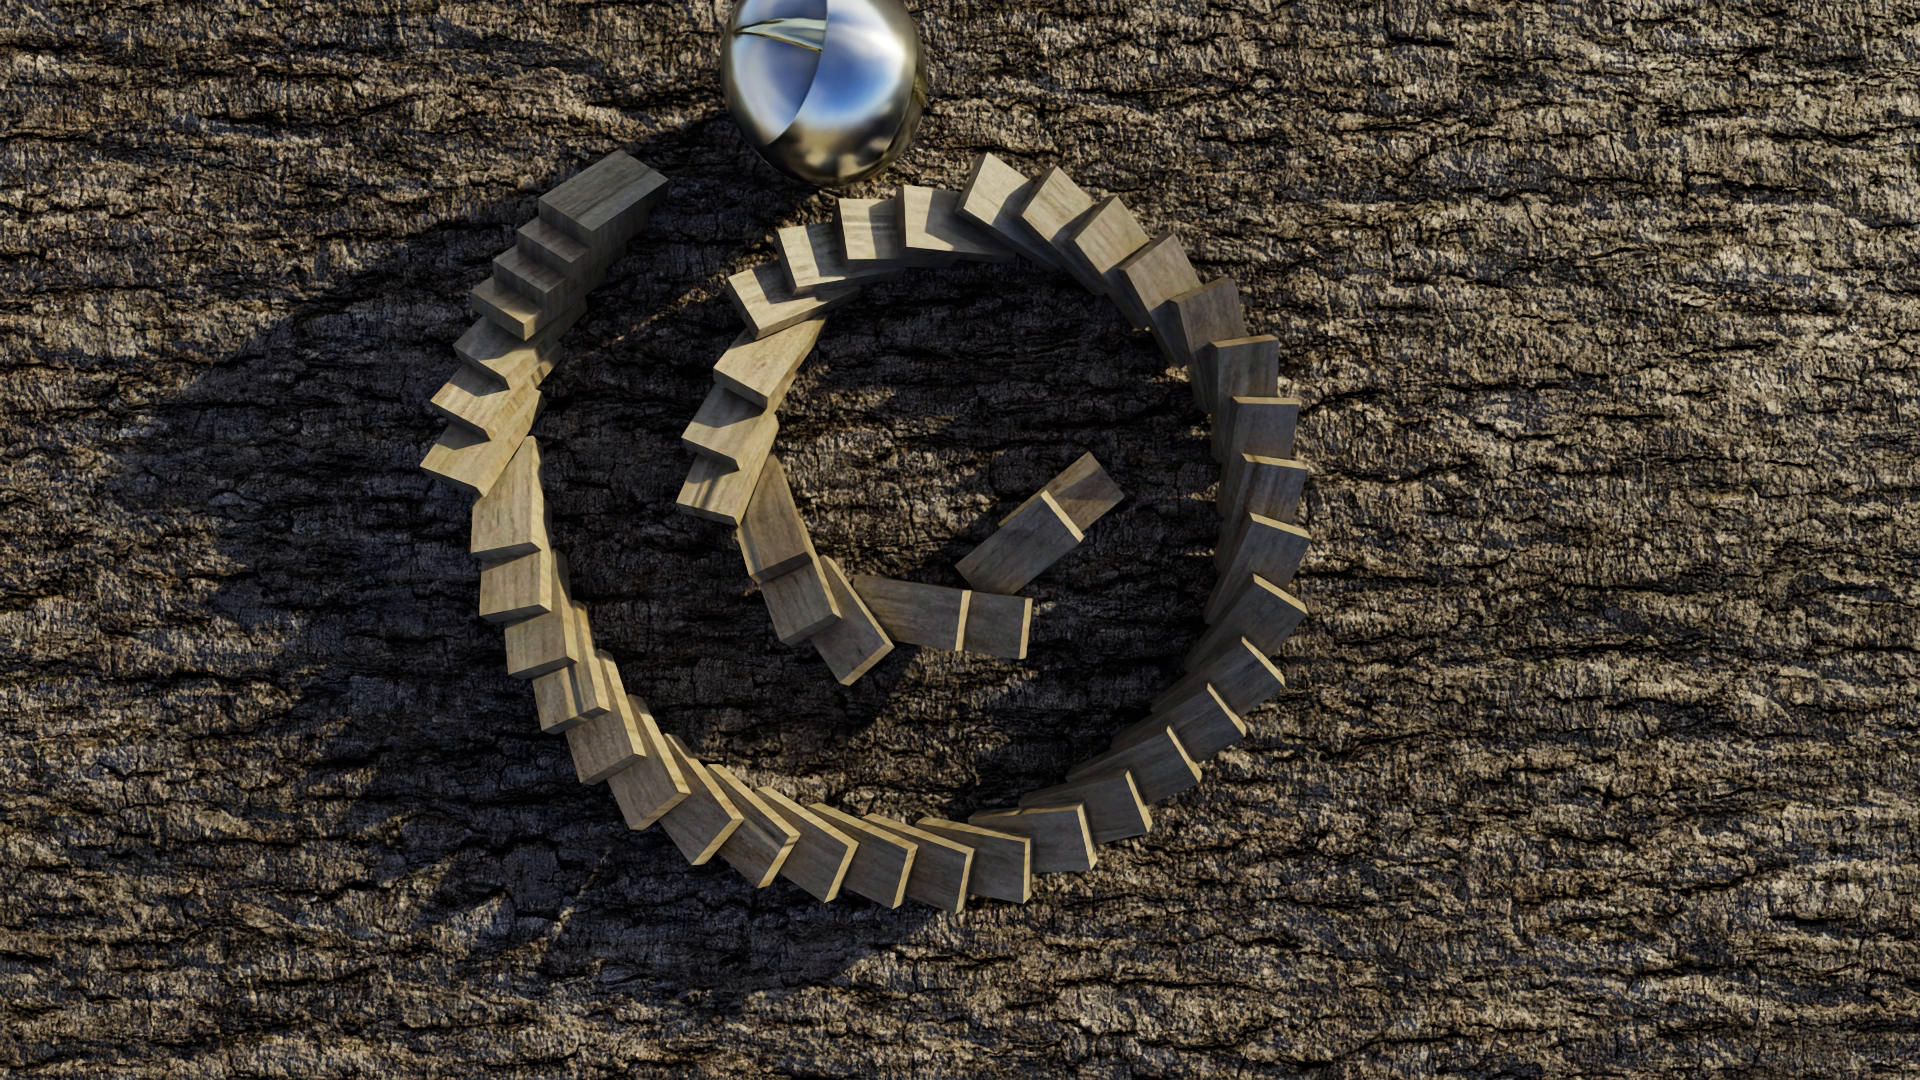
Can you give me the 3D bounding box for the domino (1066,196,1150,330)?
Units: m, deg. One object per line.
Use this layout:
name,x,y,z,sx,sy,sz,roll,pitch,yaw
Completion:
domino,0.070,-0.116,0.385,0.025,0.009,0.050,-46,115,0

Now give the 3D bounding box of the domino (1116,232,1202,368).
domino,0.089,-0.100,0.385,0.025,0.010,0.050,-37,115,0

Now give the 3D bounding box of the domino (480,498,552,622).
domino,-0.186,0.008,0.386,0.025,0.010,0.050,-11,66,0

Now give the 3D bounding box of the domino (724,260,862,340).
domino,-0.070,-0.105,0.384,0.050,0.010,0.025,-30,88,-27

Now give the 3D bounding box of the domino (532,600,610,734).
domino,-0.166,0.053,0.386,0.025,0.009,0.050,-23,66,0

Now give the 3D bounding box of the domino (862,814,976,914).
domino,-0.020,0.135,0.385,0.050,0.010,0.025,11,90,24

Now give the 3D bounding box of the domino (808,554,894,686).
domino,-0.052,0.033,0.384,0.025,0.010,0.050,-41,65,4

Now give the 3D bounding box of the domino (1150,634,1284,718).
domino,0.108,0.065,0.385,0.025,0.009,0.050,46,114,0

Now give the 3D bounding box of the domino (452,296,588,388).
domino,-0.184,-0.090,0.385,0.025,0.010,0.050,31,64,0

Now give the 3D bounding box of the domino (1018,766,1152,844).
domino,0.052,0.115,0.386,0.050,0.009,0.025,-22,90,24

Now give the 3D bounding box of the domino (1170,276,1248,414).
domino,0.107,-0.081,0.385,0.025,0.009,0.050,-22,115,0

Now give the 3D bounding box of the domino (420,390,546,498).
domino,-0.199,-0.045,0.384,0.025,0.010,0.050,20,64,2

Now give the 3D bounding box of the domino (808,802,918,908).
domino,-0.044,0.132,0.386,0.050,0.009,0.025,15,90,24

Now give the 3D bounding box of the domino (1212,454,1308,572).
domino,0.126,-0.010,0.385,0.025,0.009,0.050,8,114,0

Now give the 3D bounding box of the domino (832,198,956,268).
domino,-0.027,-0.129,0.385,0.050,0.009,0.025,-8,88,-25

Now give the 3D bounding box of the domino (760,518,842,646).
domino,-0.071,0.016,0.385,0.025,0.009,0.050,-28,67,5

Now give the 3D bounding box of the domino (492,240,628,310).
domino,-0.165,-0.118,0.380,0.025,0.009,0.050,32,51,0

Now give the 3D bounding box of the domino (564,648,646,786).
domino,-0.153,0.074,0.386,0.025,0.010,0.050,-29,66,0

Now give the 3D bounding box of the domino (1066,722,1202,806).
domino,0.073,0.099,0.386,0.050,0.010,0.025,-32,90,24

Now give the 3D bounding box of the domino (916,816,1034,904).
domino,0.005,0.134,0.385,0.050,0.009,0.025,2,90,24

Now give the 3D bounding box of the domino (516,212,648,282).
domino,-0.156,-0.130,0.381,0.025,0.010,0.050,31,51,0

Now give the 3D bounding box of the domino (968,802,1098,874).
domino,0.030,0.126,0.385,0.050,0.010,0.025,-13,90,25

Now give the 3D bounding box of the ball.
ball,-0.053,-0.182,0.360,0.080,0.080,0.080,0,90,0

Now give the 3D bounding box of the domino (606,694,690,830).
domino,-0.136,0.093,0.385,0.025,0.010,0.050,-37,66,0

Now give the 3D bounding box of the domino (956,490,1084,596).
domino,0.025,0.005,0.385,0.050,0.010,0.025,-40,90,24

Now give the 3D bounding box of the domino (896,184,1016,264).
domino,-0.001,-0.132,0.385,0.050,0.010,0.025,-3,90,-25

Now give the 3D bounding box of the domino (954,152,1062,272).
domino,0.025,-0.137,0.384,0.050,0.009,0.025,24,88,-26

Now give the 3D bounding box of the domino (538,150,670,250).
domino,-0.147,-0.142,0.381,0.025,0.010,0.050,32,51,0

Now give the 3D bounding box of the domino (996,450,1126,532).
domino,0.043,-0.013,0.395,0.050,0.010,0.025,-39,90,0

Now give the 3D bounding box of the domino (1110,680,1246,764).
domino,0.091,0.083,0.385,0.050,0.009,0.025,-38,90,24

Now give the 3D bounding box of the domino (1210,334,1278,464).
domino,0.119,-0.059,0.385,0.025,0.010,0.050,-8,115,-1

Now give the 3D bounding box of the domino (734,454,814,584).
domino,-0.081,-0.009,0.385,0.025,0.009,0.050,-23,64,0

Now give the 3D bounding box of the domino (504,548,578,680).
domino,-0.177,0.031,0.386,0.025,0.010,0.050,-18,66,0

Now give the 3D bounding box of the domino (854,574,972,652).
domino,-0.022,0.030,0.386,0.050,0.010,0.025,7,90,22

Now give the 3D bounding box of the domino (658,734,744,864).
domino,-0.116,0.108,0.385,0.050,0.010,0.025,42,90,25

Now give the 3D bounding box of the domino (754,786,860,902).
domino,-0.069,0.127,0.386,0.050,0.009,0.025,23,90,24

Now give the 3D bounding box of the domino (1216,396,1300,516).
domino,0.125,-0.034,0.385,0.025,0.010,0.050,1,114,0

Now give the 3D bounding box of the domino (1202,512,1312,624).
domino,0.124,0.016,0.386,0.025,0.009,0.050,18,114,0

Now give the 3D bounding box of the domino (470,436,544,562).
domino,-0.190,-0.018,0.386,0.025,0.010,0.050,-10,67,0

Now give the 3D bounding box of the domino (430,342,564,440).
domino,-0.193,-0.068,0.385,0.025,0.009,0.050,28,64,1

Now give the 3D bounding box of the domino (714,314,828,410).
domino,-0.079,-0.081,0.384,0.025,0.010,0.050,28,62,0

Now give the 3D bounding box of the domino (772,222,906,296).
domino,-0.050,-0.120,0.384,0.050,0.009,0.025,-18,88,-26

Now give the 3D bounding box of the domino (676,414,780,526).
domino,-0.097,-0.032,0.385,0.025,0.010,0.050,14,66,5

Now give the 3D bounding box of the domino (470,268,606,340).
domino,-0.174,-0.106,0.381,0.025,0.009,0.050,31,51,0

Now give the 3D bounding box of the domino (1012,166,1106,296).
domino,0.049,-0.129,0.385,0.050,0.010,0.025,36,89,-25

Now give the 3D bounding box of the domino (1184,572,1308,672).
domino,0.119,0.041,0.385,0.025,0.009,0.050,31,115,0

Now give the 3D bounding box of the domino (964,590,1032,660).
domino,0.004,0.034,0.386,0.050,0.009,0.025,6,90,21

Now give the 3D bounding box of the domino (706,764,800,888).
domino,-0.093,0.119,0.386,0.050,0.009,0.025,32,90,24

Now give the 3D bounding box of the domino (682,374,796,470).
domino,-0.092,-0.056,0.385,0.025,0.009,0.050,22,67,7
